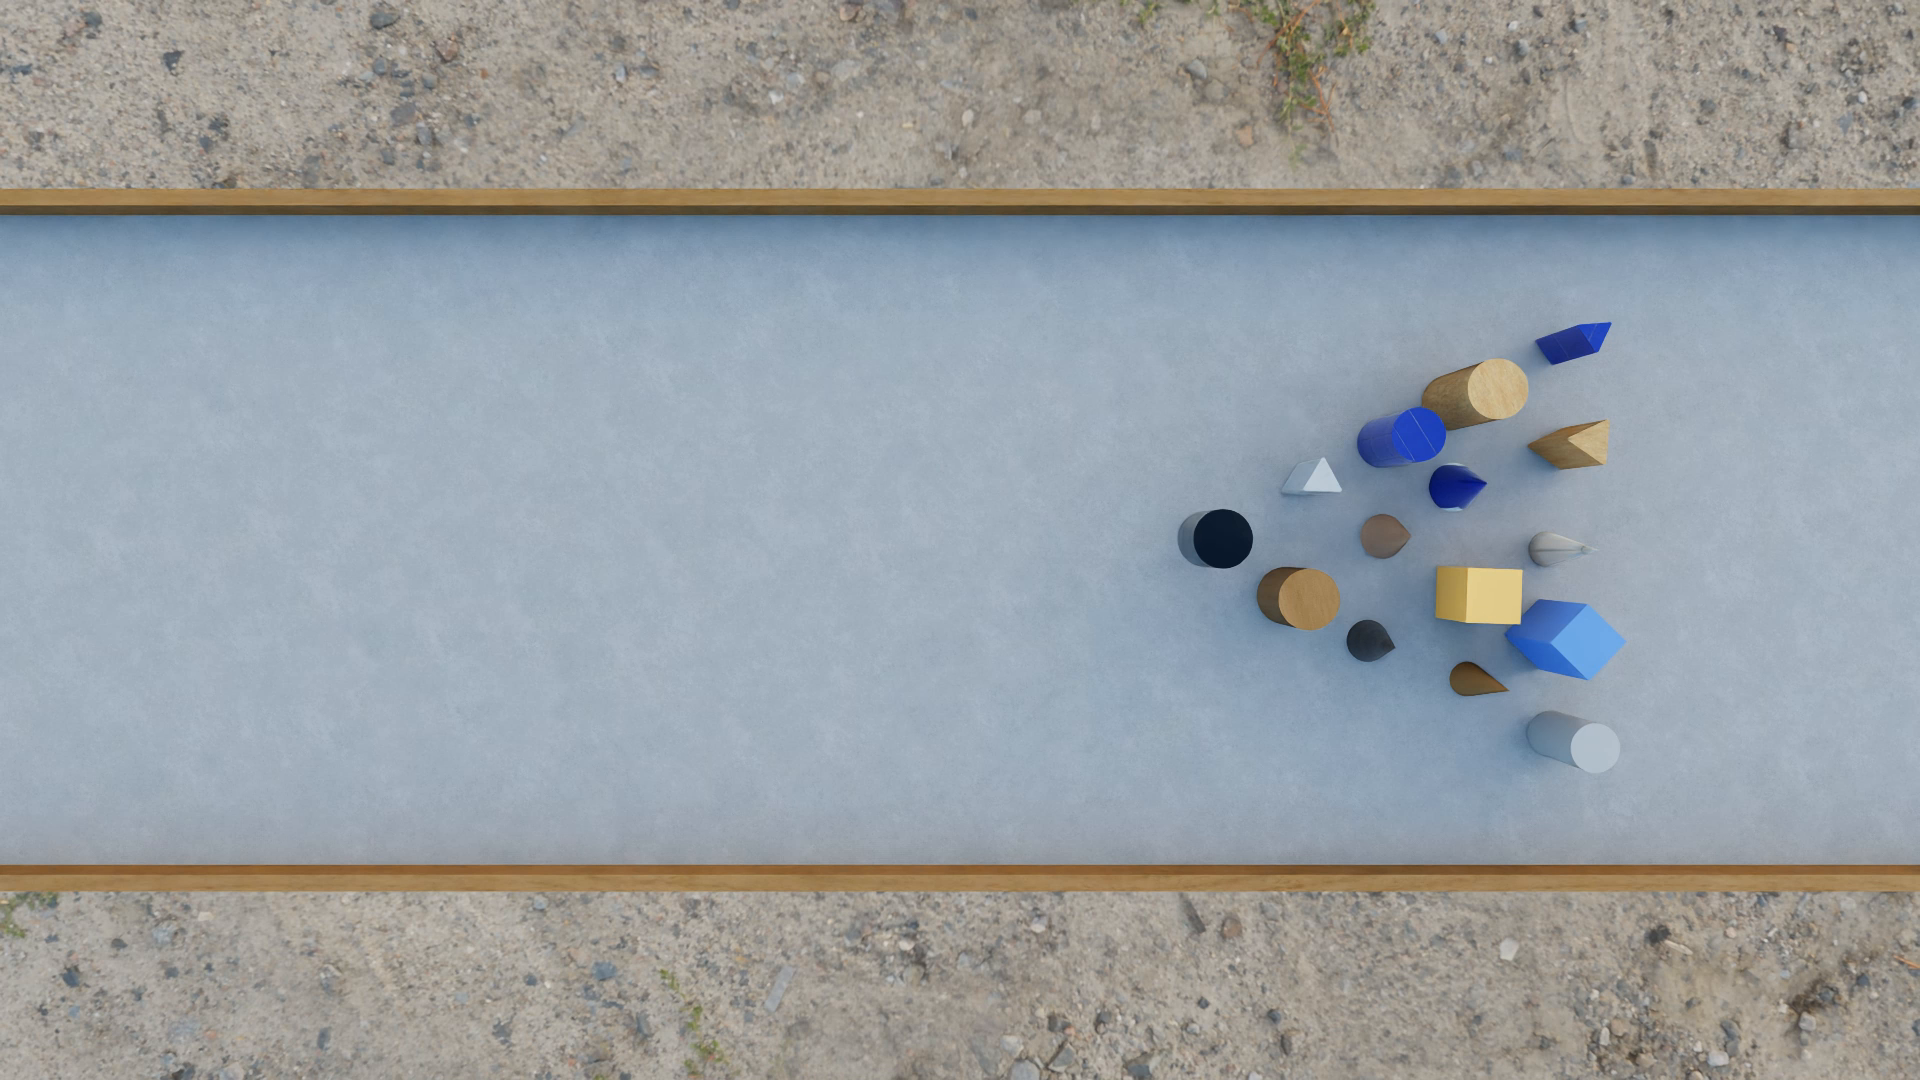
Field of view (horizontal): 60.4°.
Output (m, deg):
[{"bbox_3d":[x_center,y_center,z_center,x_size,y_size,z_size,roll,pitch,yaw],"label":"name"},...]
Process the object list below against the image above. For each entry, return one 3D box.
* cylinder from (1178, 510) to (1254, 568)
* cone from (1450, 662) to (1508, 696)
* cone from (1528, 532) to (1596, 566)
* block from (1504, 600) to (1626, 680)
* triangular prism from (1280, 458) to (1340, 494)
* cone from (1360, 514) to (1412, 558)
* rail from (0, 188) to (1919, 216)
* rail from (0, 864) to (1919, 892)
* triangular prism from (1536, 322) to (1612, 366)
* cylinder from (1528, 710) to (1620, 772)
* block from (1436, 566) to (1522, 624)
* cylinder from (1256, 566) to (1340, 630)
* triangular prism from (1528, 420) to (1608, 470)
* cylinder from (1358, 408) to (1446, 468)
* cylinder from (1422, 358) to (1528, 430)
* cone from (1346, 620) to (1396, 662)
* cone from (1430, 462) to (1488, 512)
[{"bbox_3d":[0.755,-0.003,4.905,0.172,0.344,0.172,0,90,0],"label":"cylinder"},{"bbox_3d":[1.560,0.428,4.878,0.107,0.397,0.107,0,90,0],"label":"cone"},{"bbox_3d":[1.805,0.028,4.866,0.109,0.422,0.109,0,90,0],"label":"cone"},{"bbox_3d":[1.782,0.290,4.877,0.154,0.400,0.154,44,90,0],"label":"block"},{"bbox_3d":[1.043,-0.190,4.907,0.109,0.340,0.094,2,90,0],"label":"triangular prism"},{"bbox_3d":[1.301,-0.011,4.913,0.137,0.327,0.137,0,90,0],"label":"cone"},{"bbox_3d":[-2.247,-1.025,5.002,12.000,0.150,0.050,0,90,0],"label":"rail"},{"bbox_3d":[-2.247,1.025,5.001,12.000,0.150,0.050,0,90,0],"label":"rail"},{"bbox_3d":[1.832,-0.599,4.900,0.081,0.353,0.094,-34,90,0],"label":"triangular prism"},{"bbox_3d":[1.818,0.596,4.898,0.142,0.357,0.142,0,90,0],"label":"cylinder"},{"bbox_3d":[1.545,0.162,4.922,0.158,0.308,0.158,2,90,0],"label":"block"},{"bbox_3d":[1.002,0.171,4.903,0.177,0.347,0.177,0,90,0],"label":"cylinder"},{"bbox_3d":[1.832,-0.299,4.906,0.129,0.340,0.112,35,90,0],"label":"triangular prism"},{"bbox_3d":[1.299,-0.299,4.873,0.154,0.407,0.154,0,90,0],"label":"cylinder"},{"bbox_3d":[1.507,-0.423,4.848,0.171,0.458,0.171,0,90,0],"label":"cylinder"},{"bbox_3d":[1.255,0.310,4.913,0.130,0.326,0.130,0,90,0],"label":"cone"},{"bbox_3d":[1.519,-0.163,4.910,0.150,0.333,0.150,0,90,0],"label":"cone"}]
